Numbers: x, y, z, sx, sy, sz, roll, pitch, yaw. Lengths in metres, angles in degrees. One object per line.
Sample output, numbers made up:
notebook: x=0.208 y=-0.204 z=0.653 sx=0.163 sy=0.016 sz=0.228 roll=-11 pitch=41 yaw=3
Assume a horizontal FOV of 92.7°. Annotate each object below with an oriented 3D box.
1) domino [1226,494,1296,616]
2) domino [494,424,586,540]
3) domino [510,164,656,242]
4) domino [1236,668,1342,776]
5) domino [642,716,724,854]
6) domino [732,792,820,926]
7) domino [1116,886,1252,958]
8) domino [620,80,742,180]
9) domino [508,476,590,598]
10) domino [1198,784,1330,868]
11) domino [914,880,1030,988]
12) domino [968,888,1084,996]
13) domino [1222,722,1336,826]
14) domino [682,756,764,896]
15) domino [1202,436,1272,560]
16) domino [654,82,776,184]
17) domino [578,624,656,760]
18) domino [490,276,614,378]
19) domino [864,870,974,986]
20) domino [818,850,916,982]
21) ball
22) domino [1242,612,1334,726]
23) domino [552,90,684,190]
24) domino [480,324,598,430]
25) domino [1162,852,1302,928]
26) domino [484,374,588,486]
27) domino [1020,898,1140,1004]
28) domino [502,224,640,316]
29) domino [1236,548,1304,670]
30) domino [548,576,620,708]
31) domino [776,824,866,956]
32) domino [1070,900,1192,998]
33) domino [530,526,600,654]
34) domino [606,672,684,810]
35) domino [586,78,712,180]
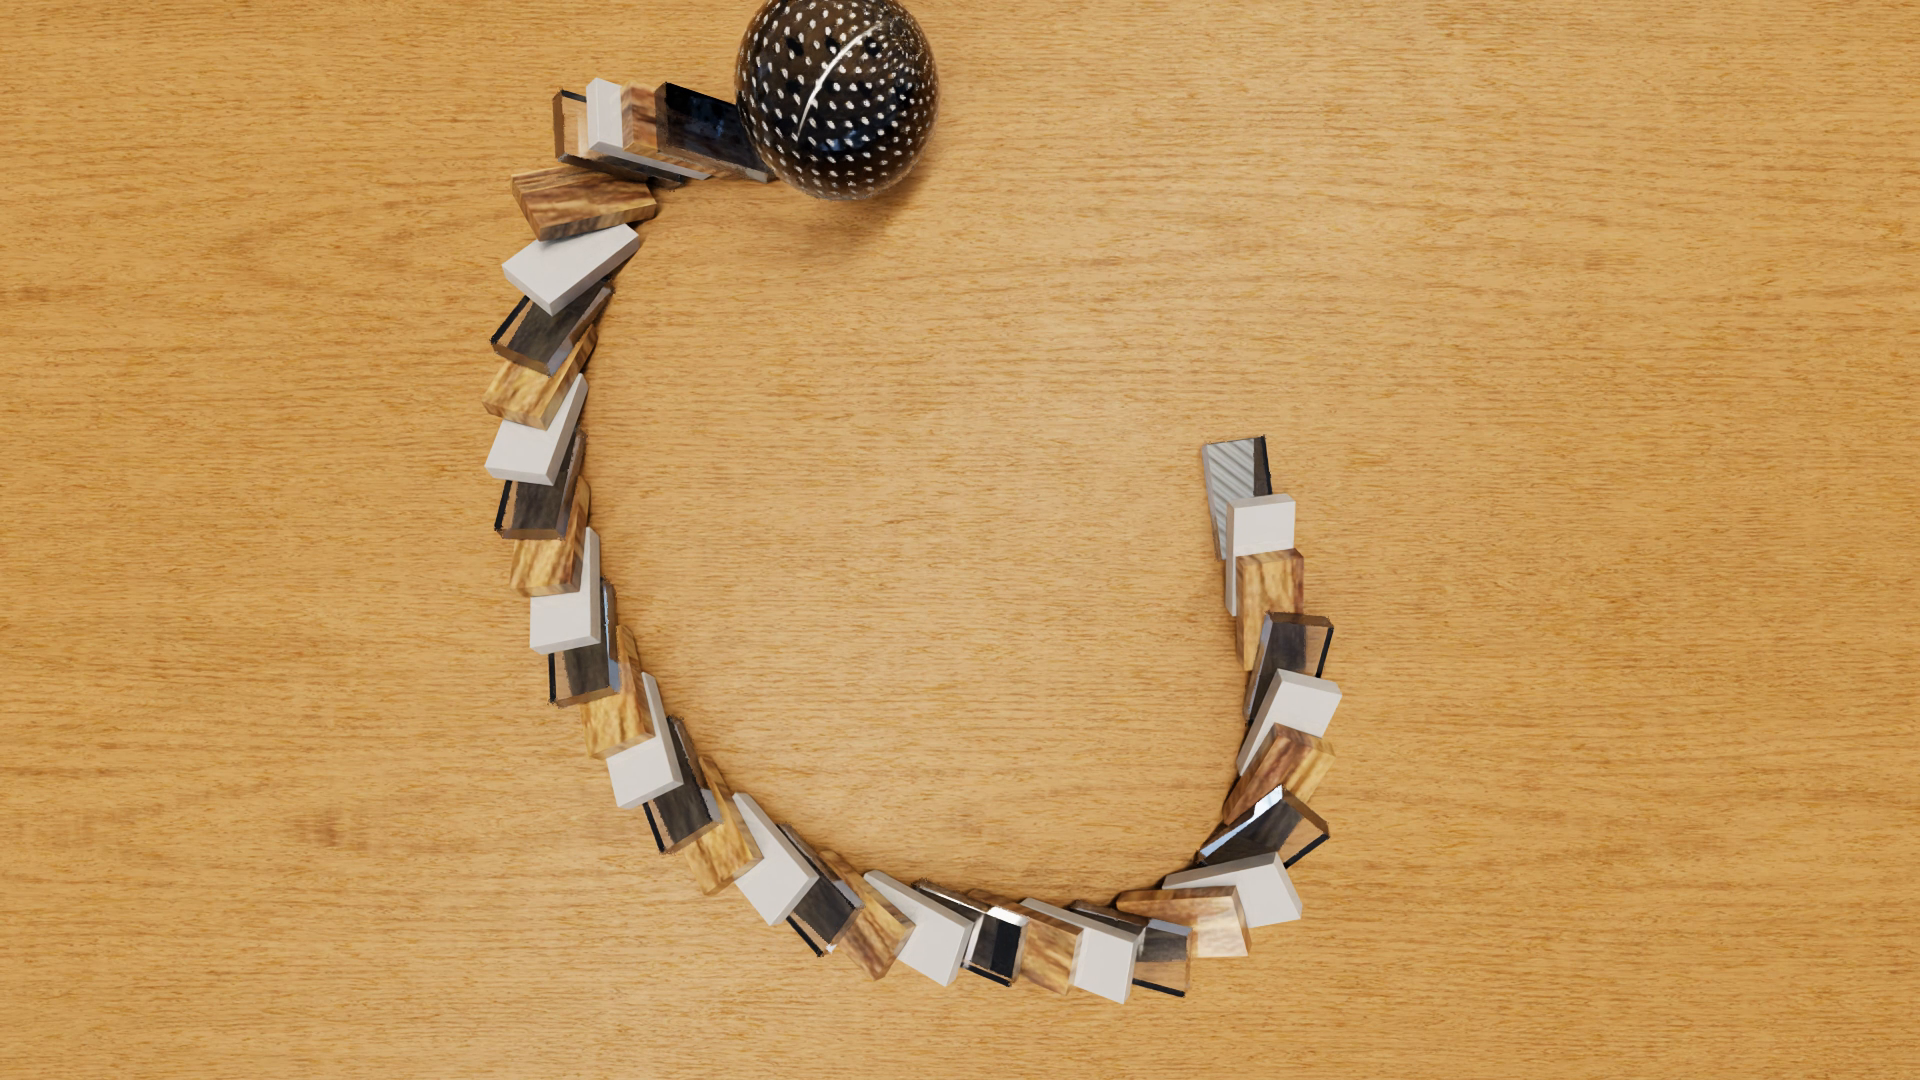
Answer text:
domino: x=0.126 y=0.007 z=0.385 sx=0.025 sy=0.010 sz=0.050 roll=-7 pitch=114 yaw=0
domino: x=-0.176 y=-0.025 z=0.385 sx=0.025 sy=0.010 sz=0.050 roll=1 pitch=64 yaw=0
domino: x=-0.156 y=-0.143 z=0.382 sx=0.050 sy=0.010 sz=0.025 roll=-28 pitch=86 yaw=-33
domino: x=0.137 y=0.080 z=0.385 sx=0.025 sy=0.009 sz=0.050 roll=14 pitch=116 yaw=0
domino: x=-0.121 y=0.102 z=0.385 sx=0.025 sy=0.010 sz=0.050 roll=-32 pitch=64 yaw=0
domino: x=-0.085 y=0.133 z=0.385 sx=0.050 sy=0.010 sz=0.025 roll=39 pitch=90 yaw=26
domino: x=0.093 y=0.160 z=0.384 sx=0.050 sy=0.010 sz=0.025 roll=-16 pitch=90 yaw=28
domino: x=-0.114 y=-0.168 z=0.379 sx=0.050 sy=0.009 sz=0.025 roll=-3 pitch=90 yaw=-44
domino: x=-0.172 y=-0.002 z=0.385 sx=0.025 sy=0.009 sz=0.050 roll=-5 pitch=65 yaw=0
domino: x=0.126 y=0.128 z=0.385 sx=0.025 sy=0.009 sz=0.050 roll=39 pitch=117 yaw=0
domino: x=0.002 y=0.165 z=0.385 sx=0.050 sy=0.010 sz=0.025 roll=11 pitch=90 yaw=25
domino: x=0.025 y=0.168 z=0.385 sx=0.050 sy=0.009 sz=0.025 roll=11 pitch=90 yaw=26
domino: x=0.133 y=0.102 z=0.385 sx=0.025 sy=0.010 sz=0.050 roll=20 pitch=116 yaw=0
domino: x=-0.106 y=0.120 z=0.385 sx=0.025 sy=0.010 sz=0.050 roll=-37 pitch=64 yaw=0
domino: x=0.121 y=-0.018 z=0.395 sx=0.025 sy=0.010 sz=0.050 roll=-8 pitch=90 yaw=0
domino: x=-0.100 y=-0.168 z=0.379 sx=0.050 sy=0.009 sz=0.025 roll=-3 pitch=90 yaw=-44
domino: x=-0.147 y=0.064 z=0.385 sx=0.025 sy=0.009 sz=0.050 roll=-23 pitch=65 yaw=0
domino: x=-0.170 y=-0.095 z=0.385 sx=0.025 sy=0.010 sz=0.050 roll=23 pitch=64 yaw=0
domino: x=-0.021 y=0.162 z=0.385 sx=0.050 sy=0.010 sz=0.025 roll=18 pitch=90 yaw=26
domino: x=-0.045 y=0.157 z=0.385 sx=0.050 sy=0.009 sz=0.025 roll=32 pitch=90 yaw=26
ball: x=-0.048 y=-0.176 z=0.360 sx=0.080 sy=0.080 sz=0.080 roll=0 pitch=90 yaw=0
domino: x=0.137 y=0.055 z=0.386 sx=0.025 sy=0.009 sz=0.050 roll=5 pitch=114 yaw=0
domino: x=-0.141 y=-0.165 z=0.379 sx=0.050 sy=0.010 sz=0.025 roll=-3 pitch=90 yaw=-44
domino: x=-0.176 y=-0.072 z=0.385 sx=0.025 sy=0.009 sz=0.050 roll=16 pitch=64 yaw=0
domino: x=0.113 y=0.149 z=0.384 sx=0.050 sy=0.010 sz=0.025 roll=-25 pitch=92 yaw=29
domino: x=-0.177 y=-0.048 z=0.385 sx=0.025 sy=0.010 sz=0.050 roll=7 pitch=64 yaw=0
domino: x=0.048 y=0.171 z=0.385 sx=0.050 sy=0.009 sz=0.025 roll=9 pitch=90 yaw=27
domino: x=-0.163 y=-0.119 z=0.385 sx=0.025 sy=0.009 sz=0.050 roll=39 pitch=65 yaw=0
domino: x=0.130 y=0.030 z=0.385 sx=0.025 sy=0.009 sz=0.050 roll=-8 pitch=114 yaw=0
domino: x=-0.159 y=0.043 z=0.385 sx=0.025 sy=0.010 sz=0.050 roll=-14 pitch=64 yaw=0
domino: x=-0.066 y=0.146 z=0.385 sx=0.050 sy=0.009 sz=0.025 roll=37 pitch=90 yaw=26
domino: x=0.071 y=0.171 z=0.384 sx=0.050 sy=0.009 sz=0.025 roll=3 pitch=91 yaw=27
domino: x=-0.166 y=0.021 z=0.385 sx=0.025 sy=0.009 sz=0.050 roll=-12 pitch=65 yaw=0
domino: x=-0.136 y=0.084 z=0.385 sx=0.025 sy=0.009 sz=0.050 roll=-25 pitch=65 yaw=0
domino: x=-0.127 y=-0.169 z=0.379 sx=0.050 sy=0.009 sz=0.025 roll=-2 pitch=90 yaw=-44
